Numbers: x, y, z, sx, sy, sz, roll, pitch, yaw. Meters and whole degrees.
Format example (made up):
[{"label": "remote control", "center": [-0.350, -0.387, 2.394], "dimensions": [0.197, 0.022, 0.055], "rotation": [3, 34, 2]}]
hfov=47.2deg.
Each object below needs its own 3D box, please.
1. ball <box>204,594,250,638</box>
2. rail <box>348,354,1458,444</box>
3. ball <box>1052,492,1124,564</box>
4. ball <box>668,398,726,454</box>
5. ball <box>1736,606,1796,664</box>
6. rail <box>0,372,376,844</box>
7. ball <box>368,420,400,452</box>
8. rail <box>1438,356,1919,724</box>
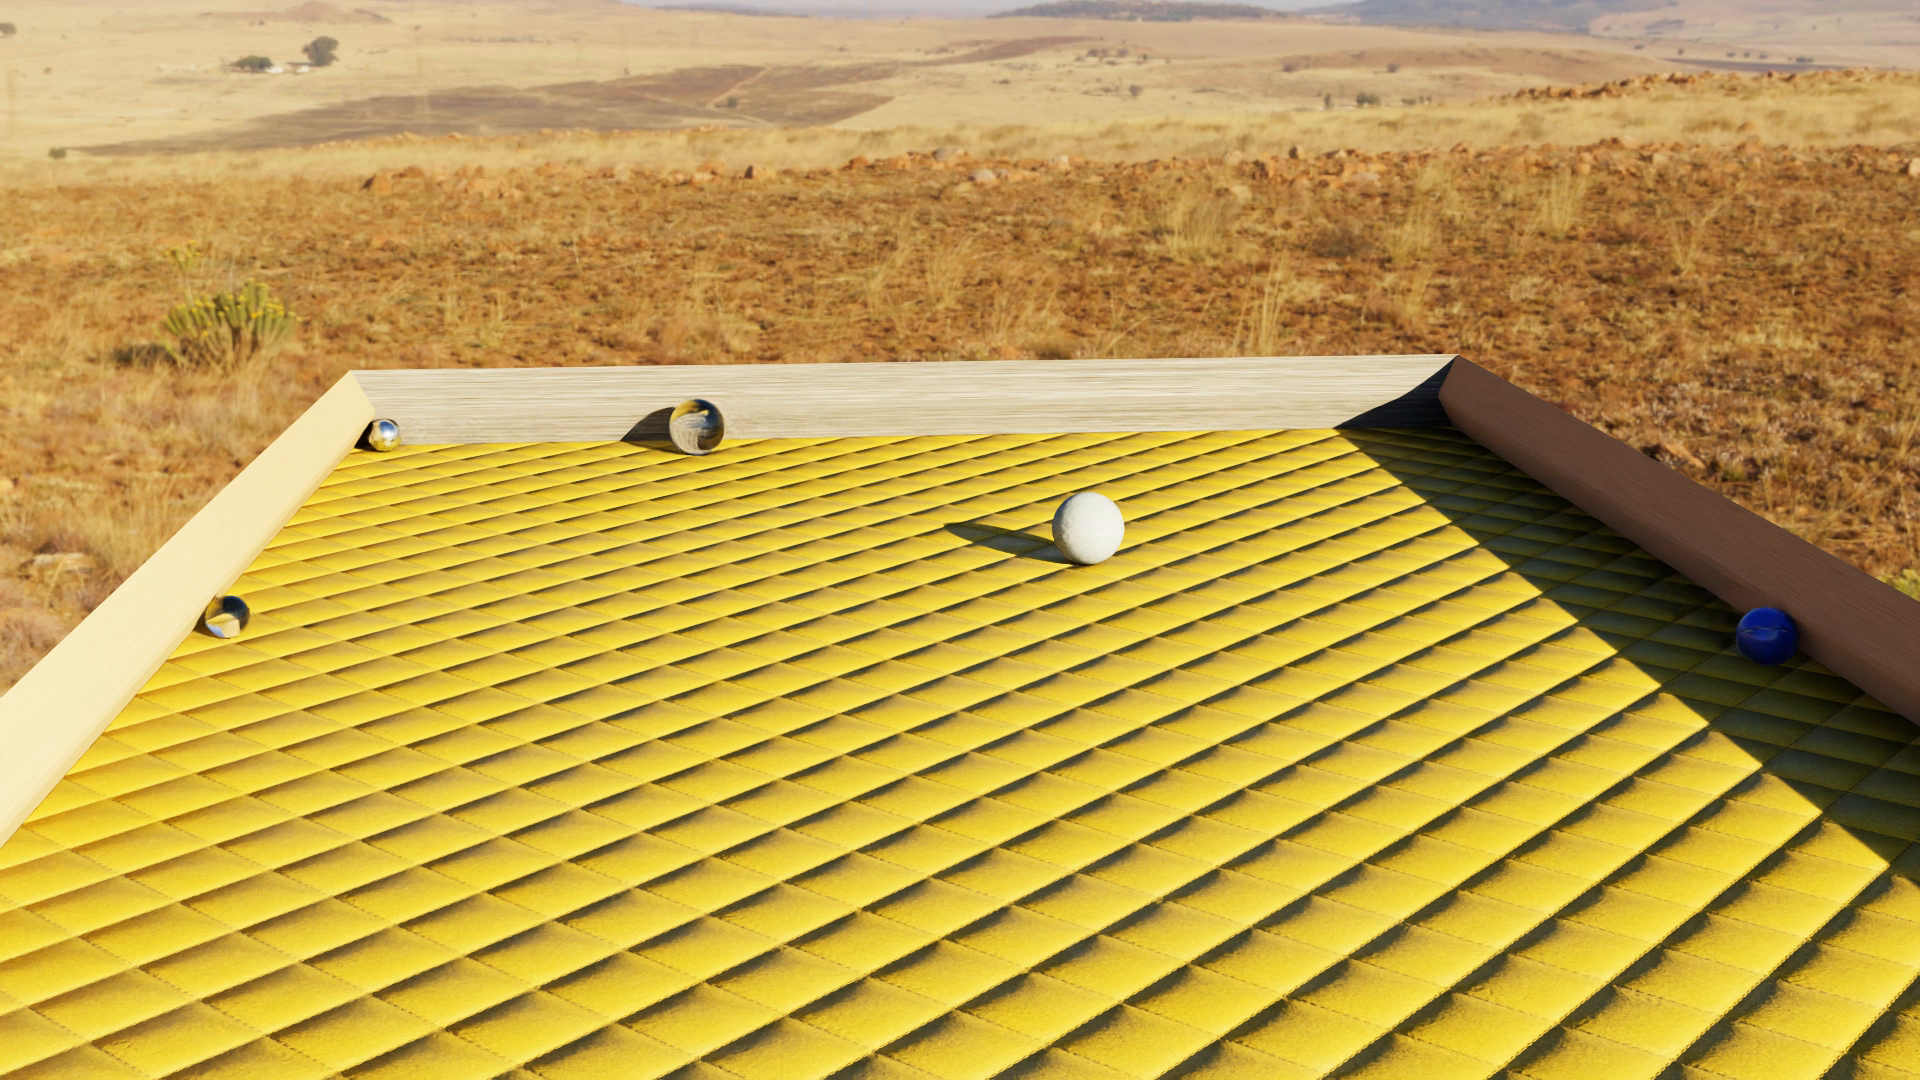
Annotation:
[{"label": "ball", "center": [-0.850, 0.089, 2.552], "dimensions": [0.051, 0.051, 0.051], "rotation": [0, 14, 0]}, {"label": "rail", "center": [-0.072, -0.231, 3.659], "dimensions": [1.854, 0.124, 0.045], "rotation": [-1, 14, -5]}, {"label": "ball", "center": [0.167, -0.015, 2.873], "dimensions": [0.095, 0.095, 0.095], "rotation": [0, 14, 0]}, {"label": "ball", "center": [-0.423, -0.182, 3.540], "dimensions": [0.091, 0.091, 0.091], "rotation": [0, 14, 0]}, {"label": "ball", "center": [0.900, 0.107, 2.455], "dimensions": [0.064, 0.064, 0.064], "rotation": [0, 14, 0]}, {"label": "rail", "center": [-0.825, 0.204, 1.946], "dimensions": [0.045, 0.124, 3.439], "rotation": [-1, 14, -5]}, {"label": "ball", "center": [-0.934, -0.169, 3.565], "dimensions": [0.052, 0.052, 0.052], "rotation": [0, 14, 0]}, {"label": "rail", "center": [0.974, 0.166, 2.097], "dimensions": [0.045, 0.124, 3.439], "rotation": [-1, 14, -5]}]
